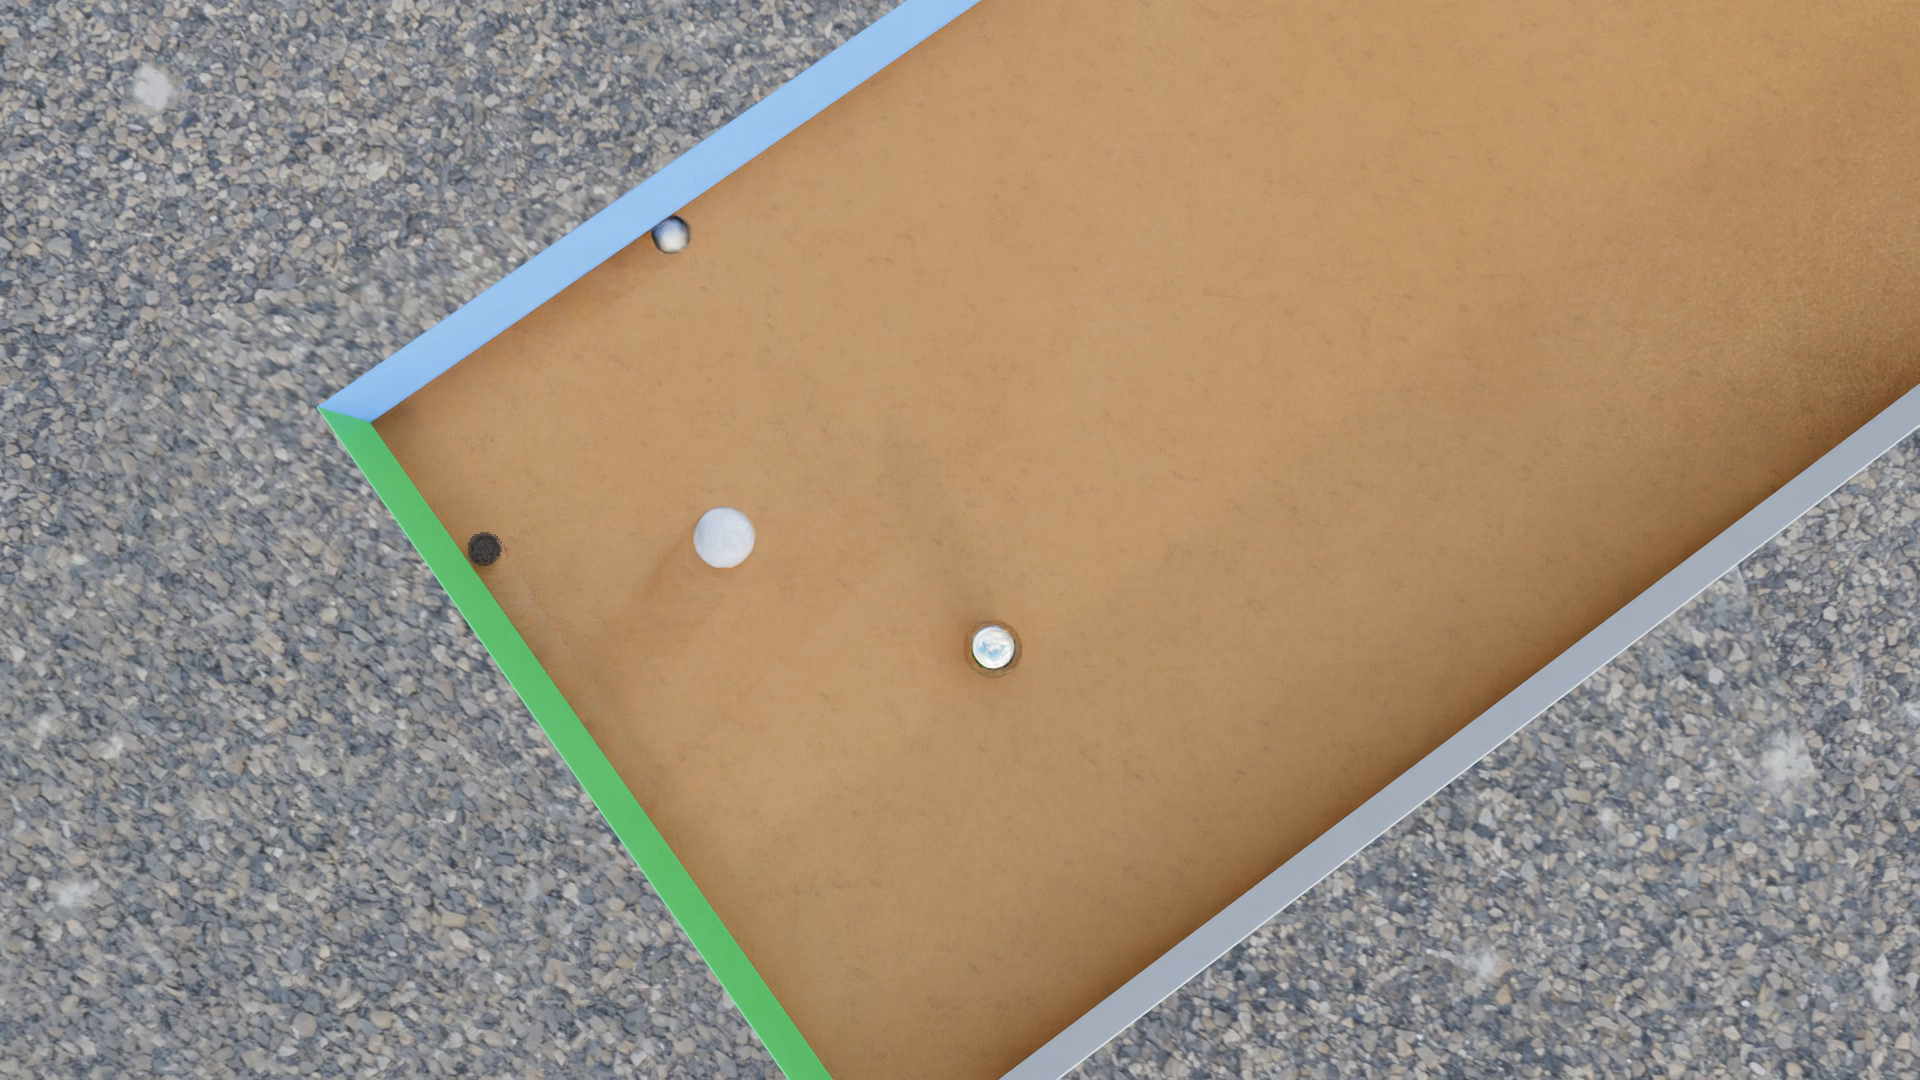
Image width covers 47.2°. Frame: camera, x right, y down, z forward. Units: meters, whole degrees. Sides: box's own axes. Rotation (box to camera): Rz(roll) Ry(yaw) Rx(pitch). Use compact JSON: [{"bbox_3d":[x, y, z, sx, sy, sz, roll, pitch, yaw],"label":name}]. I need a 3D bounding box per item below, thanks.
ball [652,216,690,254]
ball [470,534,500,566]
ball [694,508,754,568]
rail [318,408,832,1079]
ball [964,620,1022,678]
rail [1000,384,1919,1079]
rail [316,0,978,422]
[{"bbox_3d":[-0.443,-0.468,3.373,0.059,0.059,0.059,0,80,0],"label":"ball"},{"bbox_3d":[-0.712,0.015,3.294,0.046,0.046,0.046,0,80,0],"label":"ball"},{"bbox_3d":[-0.352,-0.003,3.275,0.090,0.090,0.090,0,80,0],"label":"ball"},{"bbox_3d":[-0.509,0.363,3.195,0.045,0.117,1.419,-36,82,-6],"label":"rail"},{"bbox_3d":[0.049,0.161,3.247,0.087,0.087,0.087,0,80,0],"label":"ball"},{"bbox_3d":[0.934,0.159,3.232,2.619,0.117,0.045,-36,82,-6],"label":"rail"},{"bbox_3d":[0.122,-0.930,3.425,2.619,0.117,0.045,-36,82,-6],"label":"rail"}]
